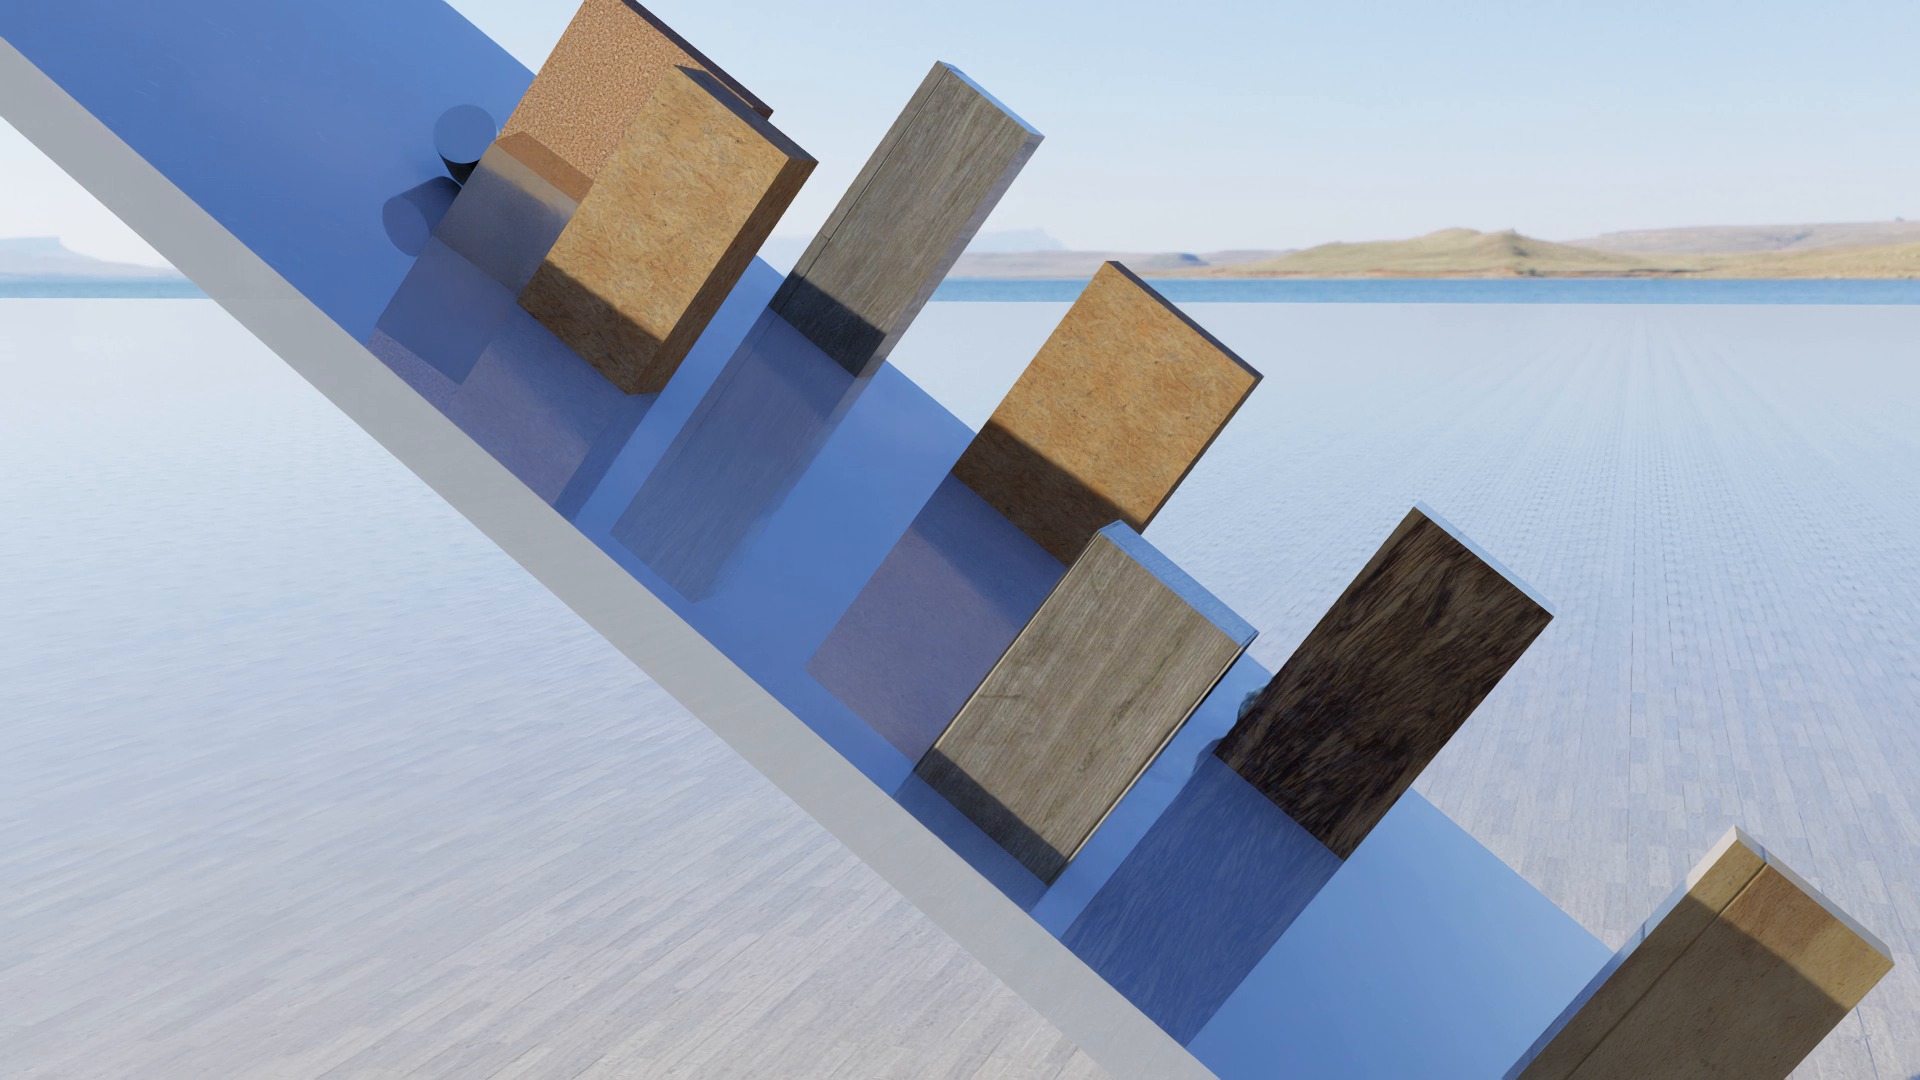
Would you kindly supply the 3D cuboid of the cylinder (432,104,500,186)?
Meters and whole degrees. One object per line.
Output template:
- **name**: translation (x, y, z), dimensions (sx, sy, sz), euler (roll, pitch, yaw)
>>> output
- **cylinder**: translation (-0.914, -0.736, 4.117), dimensions (0.118, 0.118, 0.118), euler (0, -14, 0)

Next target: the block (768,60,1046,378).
- **block**: translation (-0.120, -0.691, 4.780), dimensions (0.259, 0.650, 0.119), euler (40, 16, 9)

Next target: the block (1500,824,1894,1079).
- **block**: translation (1.017, 0.739, 3.178), dimensions (0.266, 0.631, 0.089), euler (40, 16, 9)

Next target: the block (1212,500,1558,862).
- **block**: translation (0.788, 0.262, 4.100), dimensions (0.317, 0.601, 0.124), euler (40, 16, 9)

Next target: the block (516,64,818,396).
- **block**: translation (-0.504, -0.529, 3.781), dimensions (0.261, 0.498, 0.141), euler (40, 16, 9)

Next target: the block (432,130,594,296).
- **block**: translation (-0.771, -0.576, 3.899), dimensions (0.199, 0.199, 0.199), euler (35, 16, -5)

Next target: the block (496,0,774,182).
- **block**: translation (-0.634, -0.704, 4.028), dimensions (0.377, 0.483, 0.100), euler (40, 16, 9)

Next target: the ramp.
- **ramp**: translation (-0.046, 0.104, 4.061), dimensions (4.000, 0.100, 2.000), euler (40, 16, 9)

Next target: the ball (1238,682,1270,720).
- **ball**: translation (0.618, 0.352, 4.329), dimensions (0.142, 0.142, 0.142), euler (0, 7, 0)

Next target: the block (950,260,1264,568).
- **block**: translation (0.303, -0.241, 4.582), dimensions (0.391, 0.553, 0.111), euler (40, 16, 9)

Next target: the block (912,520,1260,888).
- **block**: translation (0.180, 0.233, 3.164), dimensions (0.259, 0.451, 0.141), euler (40, 16, 9)
